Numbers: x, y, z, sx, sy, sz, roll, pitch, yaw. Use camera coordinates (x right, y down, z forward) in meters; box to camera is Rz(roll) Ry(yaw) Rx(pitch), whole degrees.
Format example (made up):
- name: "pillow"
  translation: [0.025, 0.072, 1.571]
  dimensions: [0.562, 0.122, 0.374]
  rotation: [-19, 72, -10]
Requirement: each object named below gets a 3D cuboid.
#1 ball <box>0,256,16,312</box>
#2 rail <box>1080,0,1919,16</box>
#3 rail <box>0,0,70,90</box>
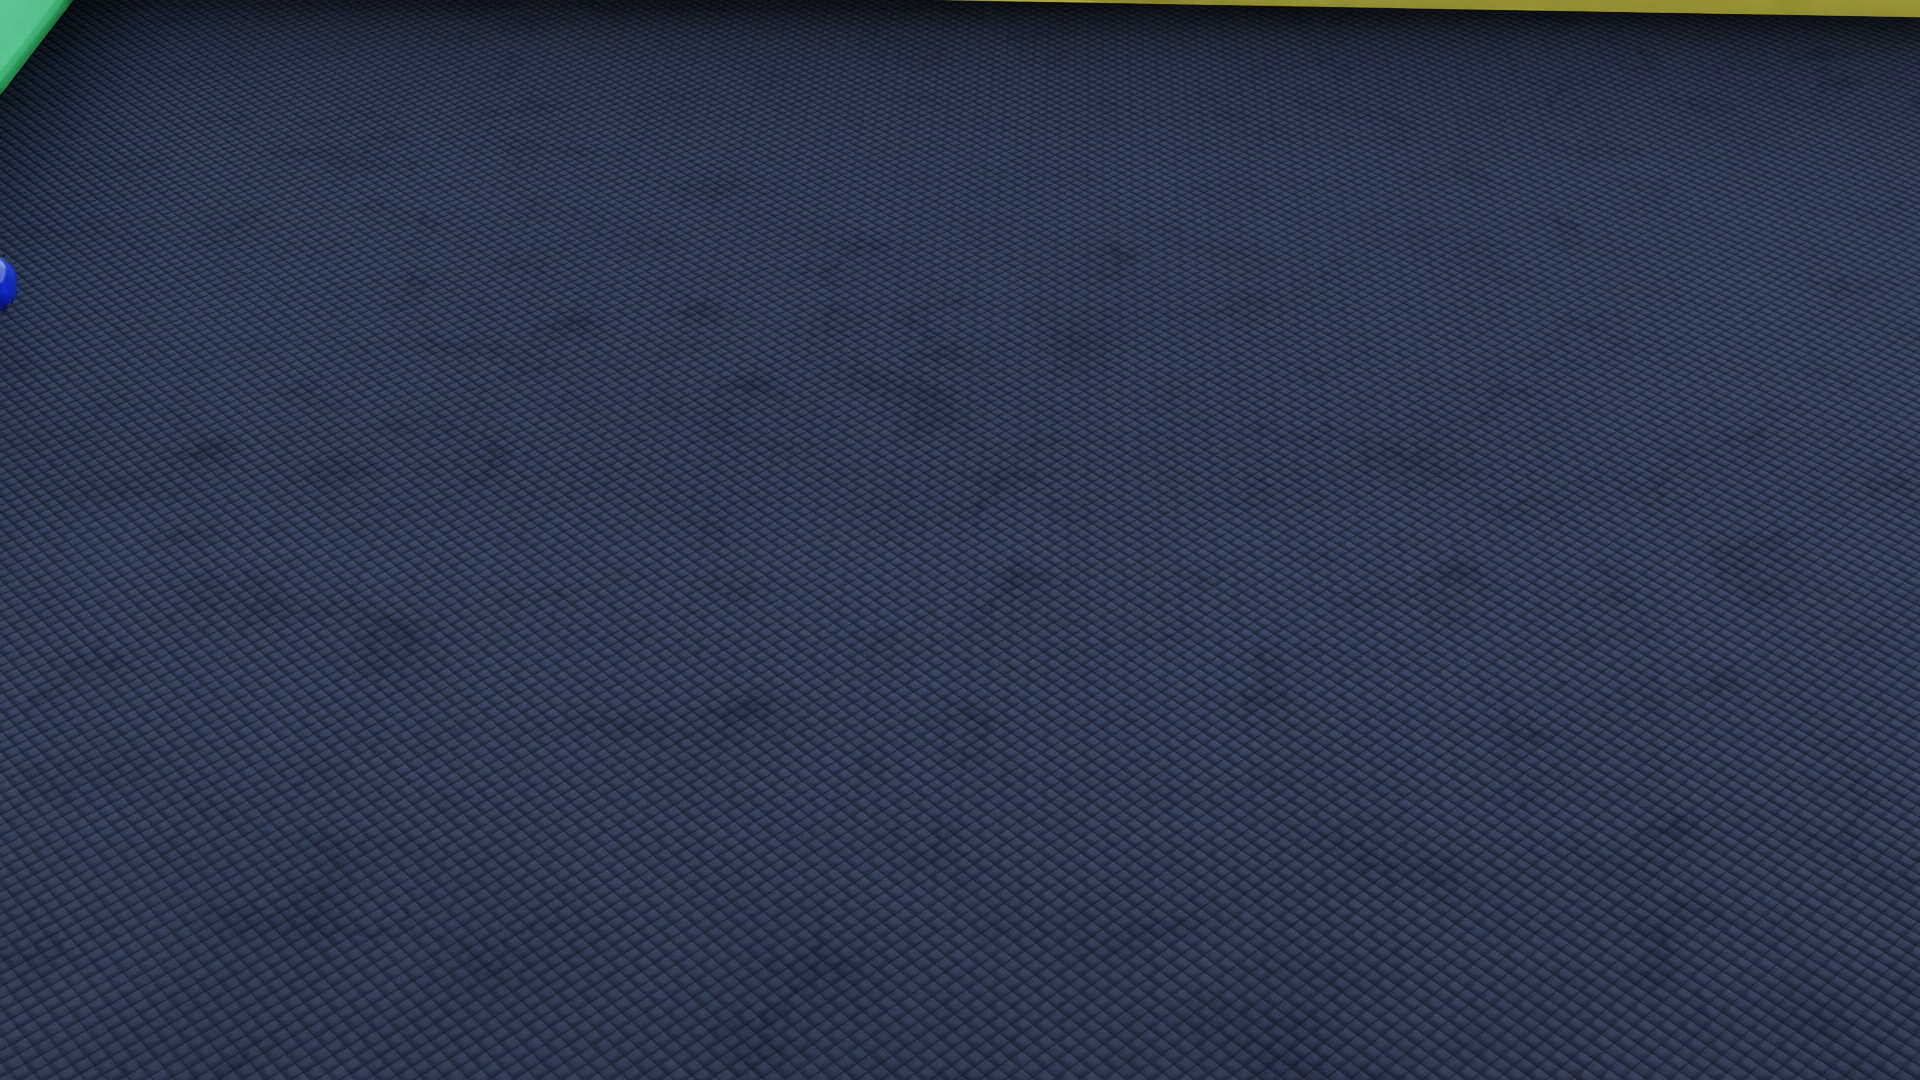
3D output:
- name: "ball"
  translation: [-0.758, -0.198, 1.982]
  dimensions: [0.053, 0.053, 0.053]
  rotation: [0, 36, 0]
- name: "rail"
  translation: [0.931, -0.532, 2.386]
  dimensions: [3.576, 0.117, 0.045]
  rotation: [1, 36, 2]
- name: "rail"
  translation: [-0.870, -0.048, 1.719]
  dimensions: [0.045, 0.117, 1.845]
  rotation: [1, 36, 2]
